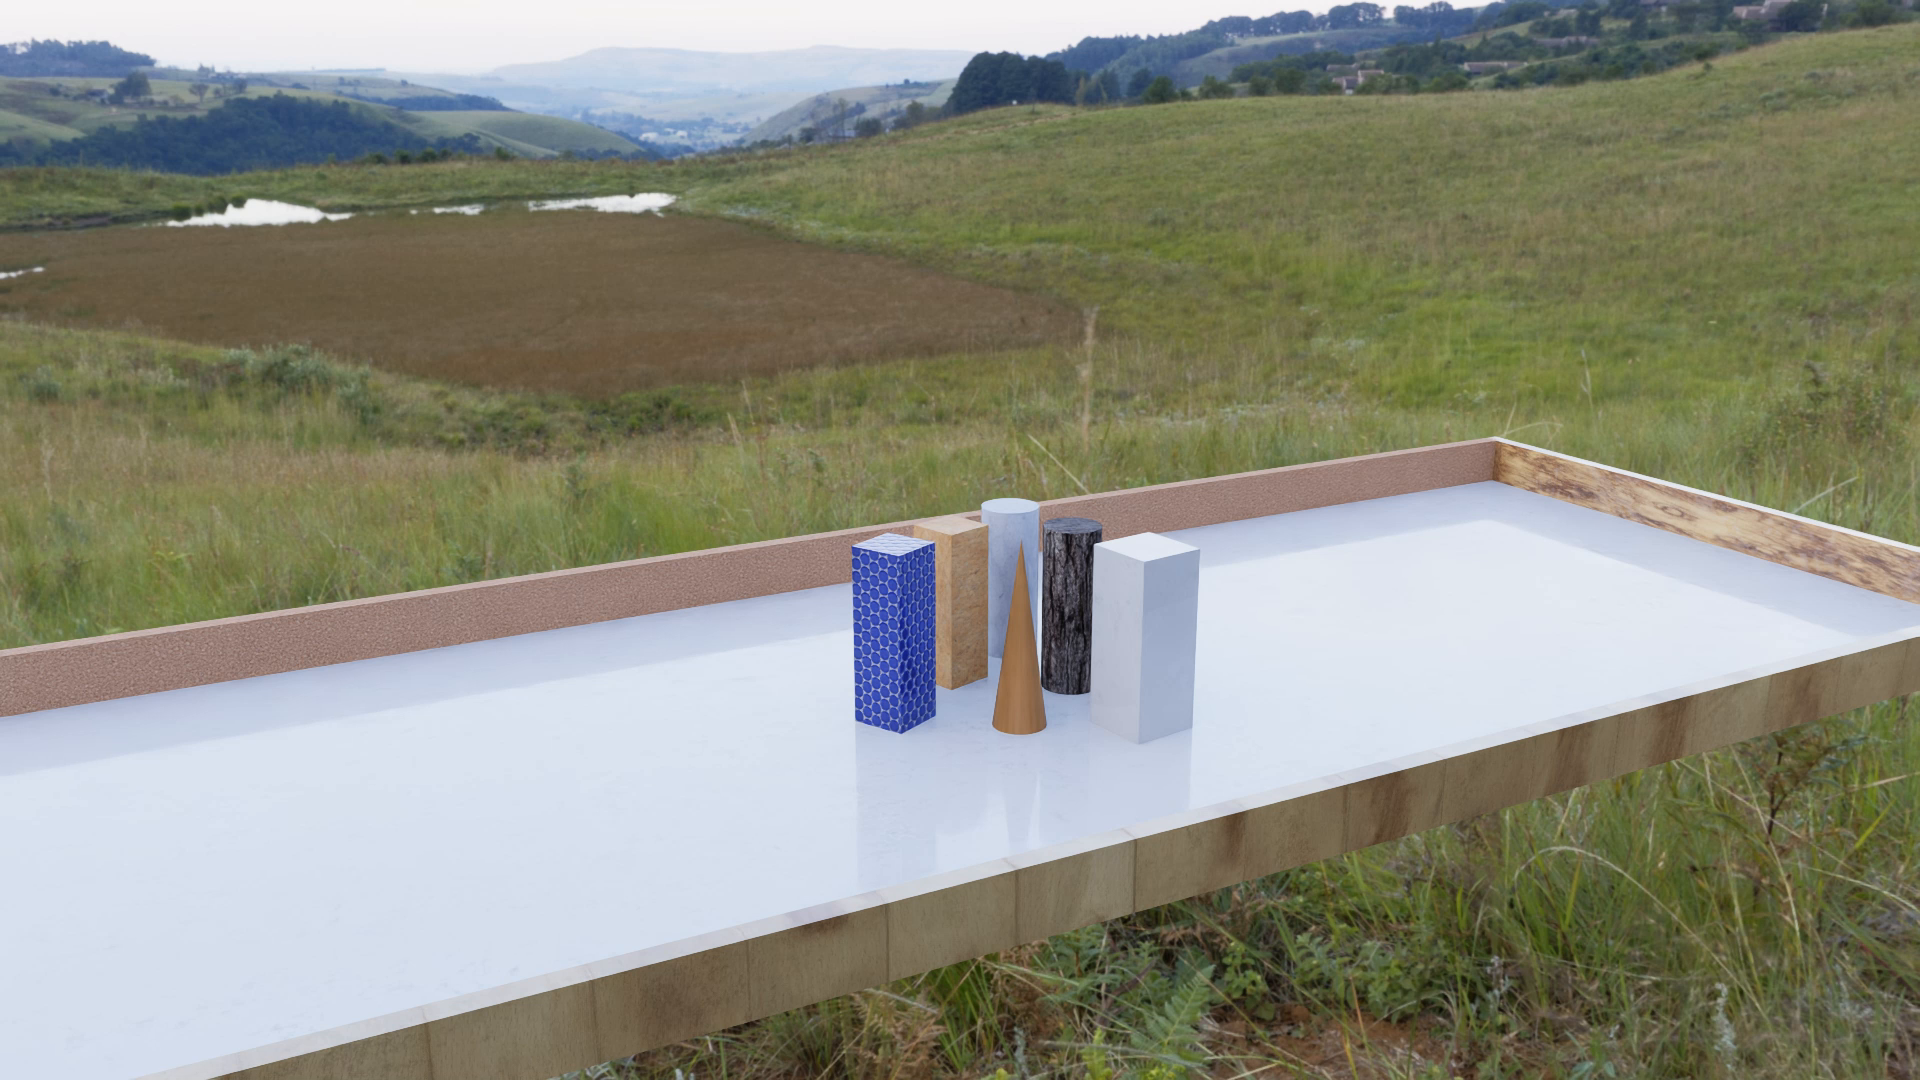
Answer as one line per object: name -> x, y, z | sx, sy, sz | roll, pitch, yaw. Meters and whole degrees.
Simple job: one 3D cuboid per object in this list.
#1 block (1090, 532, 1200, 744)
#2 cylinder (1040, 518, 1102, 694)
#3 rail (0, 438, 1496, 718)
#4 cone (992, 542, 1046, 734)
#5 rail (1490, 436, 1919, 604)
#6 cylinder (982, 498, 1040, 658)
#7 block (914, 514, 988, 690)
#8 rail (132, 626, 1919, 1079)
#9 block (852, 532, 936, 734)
block -> 0.425, 0.224, 3.816 | 0.170, 0.437, 0.170 | -12, 20, -34
cylinder -> 0.274, 0.162, 4.069 | 0.144, 0.413, 0.144 | 0, 16, 0
rail -> -3.305, 0.497, 3.399 | 12.000, 0.150, 0.050 | -9, 18, -27
cone -> 0.140, 0.214, 3.817 | 0.129, 0.456, 0.129 | 0, 16, 0
rail -> 2.466, -0.048, 5.253 | 0.050, 0.150, 2.100 | -9, 18, -27
cylinder -> 0.130, 0.100, 4.315 | 0.150, 0.394, 0.150 | 0, 16, 0
block -> -0.021, 0.154, 4.120 | 0.131, 0.400, 0.131 | 16, 22, 43
rail -> -2.336, 1.006, 1.665 | 12.000, 0.150, 0.050 | -9, 18, -27
block -> -0.153, 0.216, 3.854 | 0.137, 0.431, 0.137 | 11, 20, 34
